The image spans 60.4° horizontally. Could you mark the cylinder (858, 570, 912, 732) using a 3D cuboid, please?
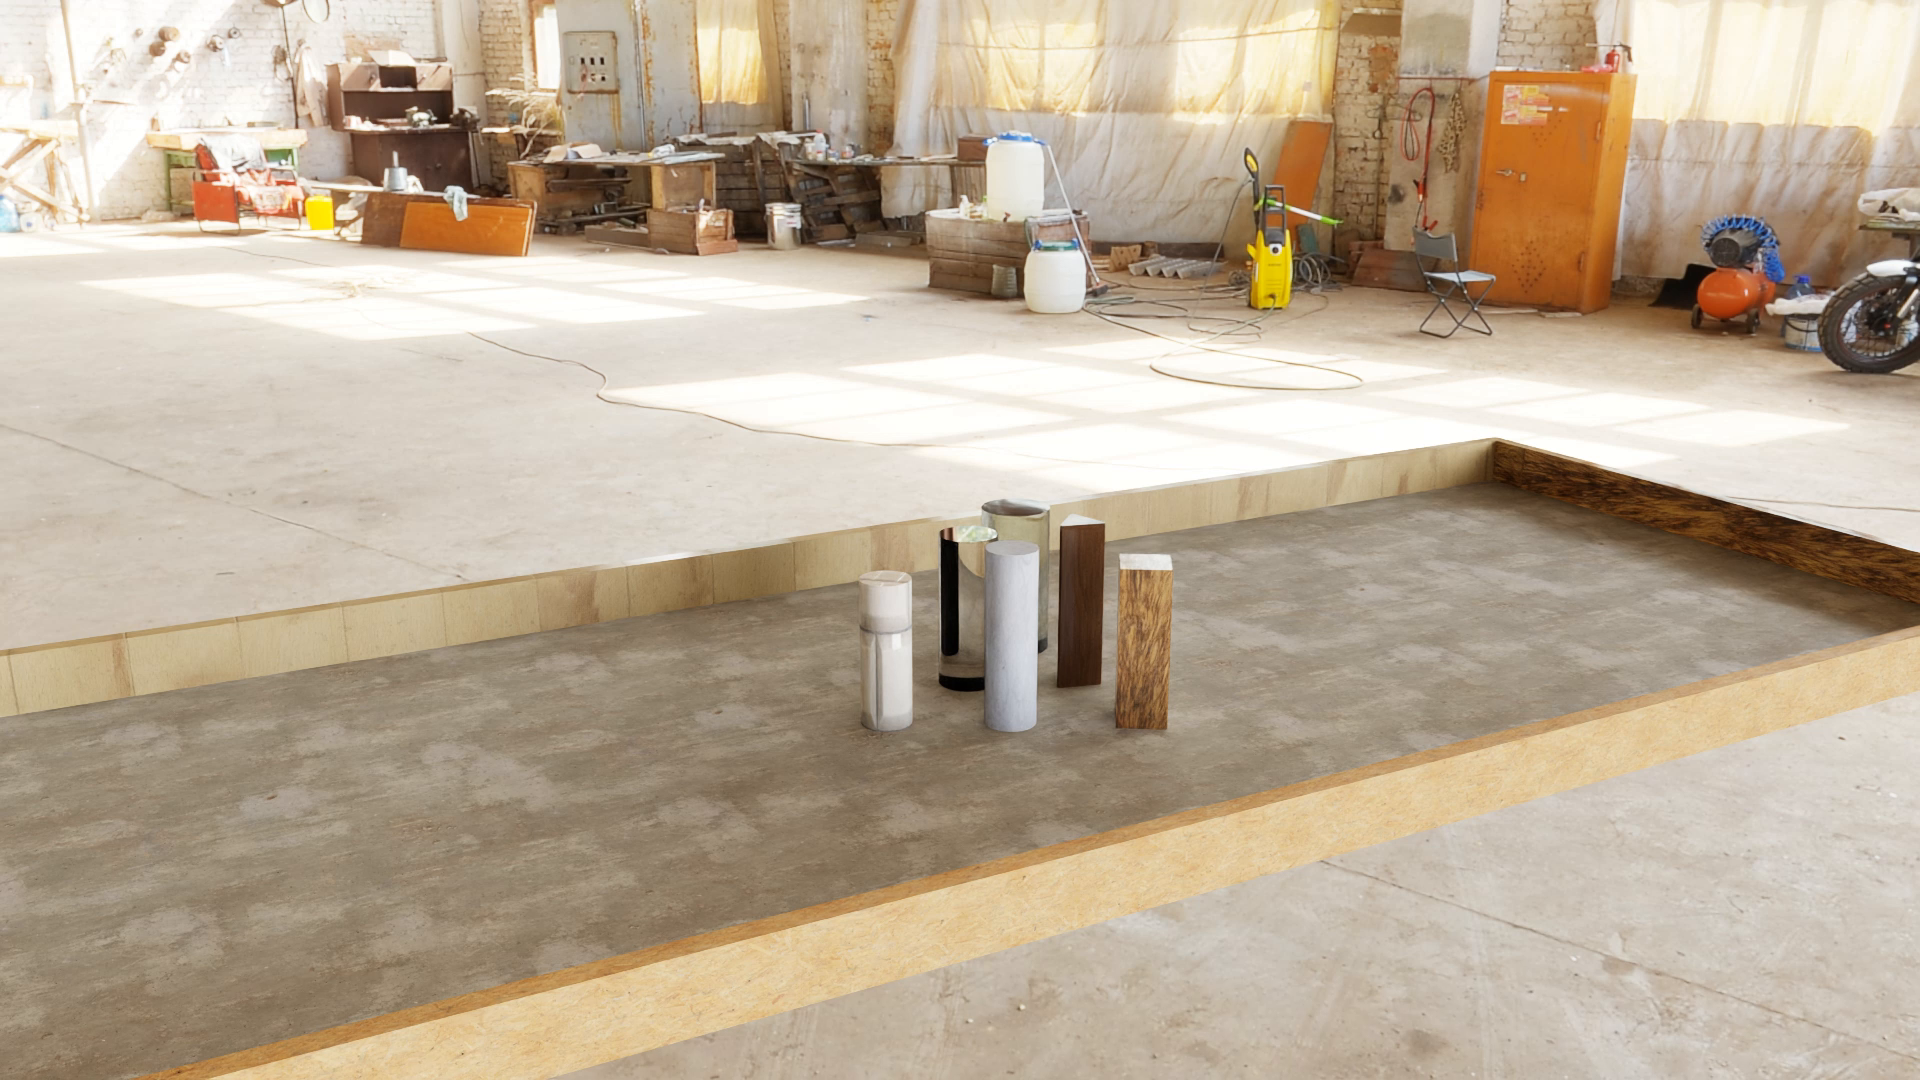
[{"bbox_3d":[-0.172,0.259,3.843,0.122,0.356,0.122,0,16,0],"label":"cylinder"}]

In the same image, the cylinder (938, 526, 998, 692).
[{"bbox_3d":[0.019,0.170,4.094,0.146,0.385,0.146,0,16,0],"label":"cylinder"}]

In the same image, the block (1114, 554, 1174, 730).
[{"bbox_3d":[0.428,0.237,3.855,0.120,0.390,0.120,1,16,4],"label":"block"}]

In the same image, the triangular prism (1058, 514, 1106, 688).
[{"bbox_3d":[0.288,0.149,4.103,0.113,0.419,0.098,-4,17,-13],"label":"triangular prism"}]

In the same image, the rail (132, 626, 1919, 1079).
[{"bbox_3d":[-2.336,1.006,1.665,12.000,0.150,0.050,-9,18,-27],"label":"rail"}]

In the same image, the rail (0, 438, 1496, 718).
[{"bbox_3d":[-3.305,0.497,3.399,12.000,0.150,0.050,-9,18,-27],"label":"rail"}]

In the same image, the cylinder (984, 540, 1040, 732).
[{"bbox_3d":[0.119,0.223,3.836,0.124,0.429,0.124,0,16,0],"label":"cylinder"}]

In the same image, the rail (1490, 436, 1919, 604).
[{"bbox_3d":[2.466,-0.048,5.253,0.050,0.150,2.100,-9,18,-27],"label":"rail"}]

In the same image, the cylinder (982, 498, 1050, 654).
[{"bbox_3d":[0.145,0.098,4.346,0.179,0.381,0.179,0,16,0],"label":"cylinder"}]
